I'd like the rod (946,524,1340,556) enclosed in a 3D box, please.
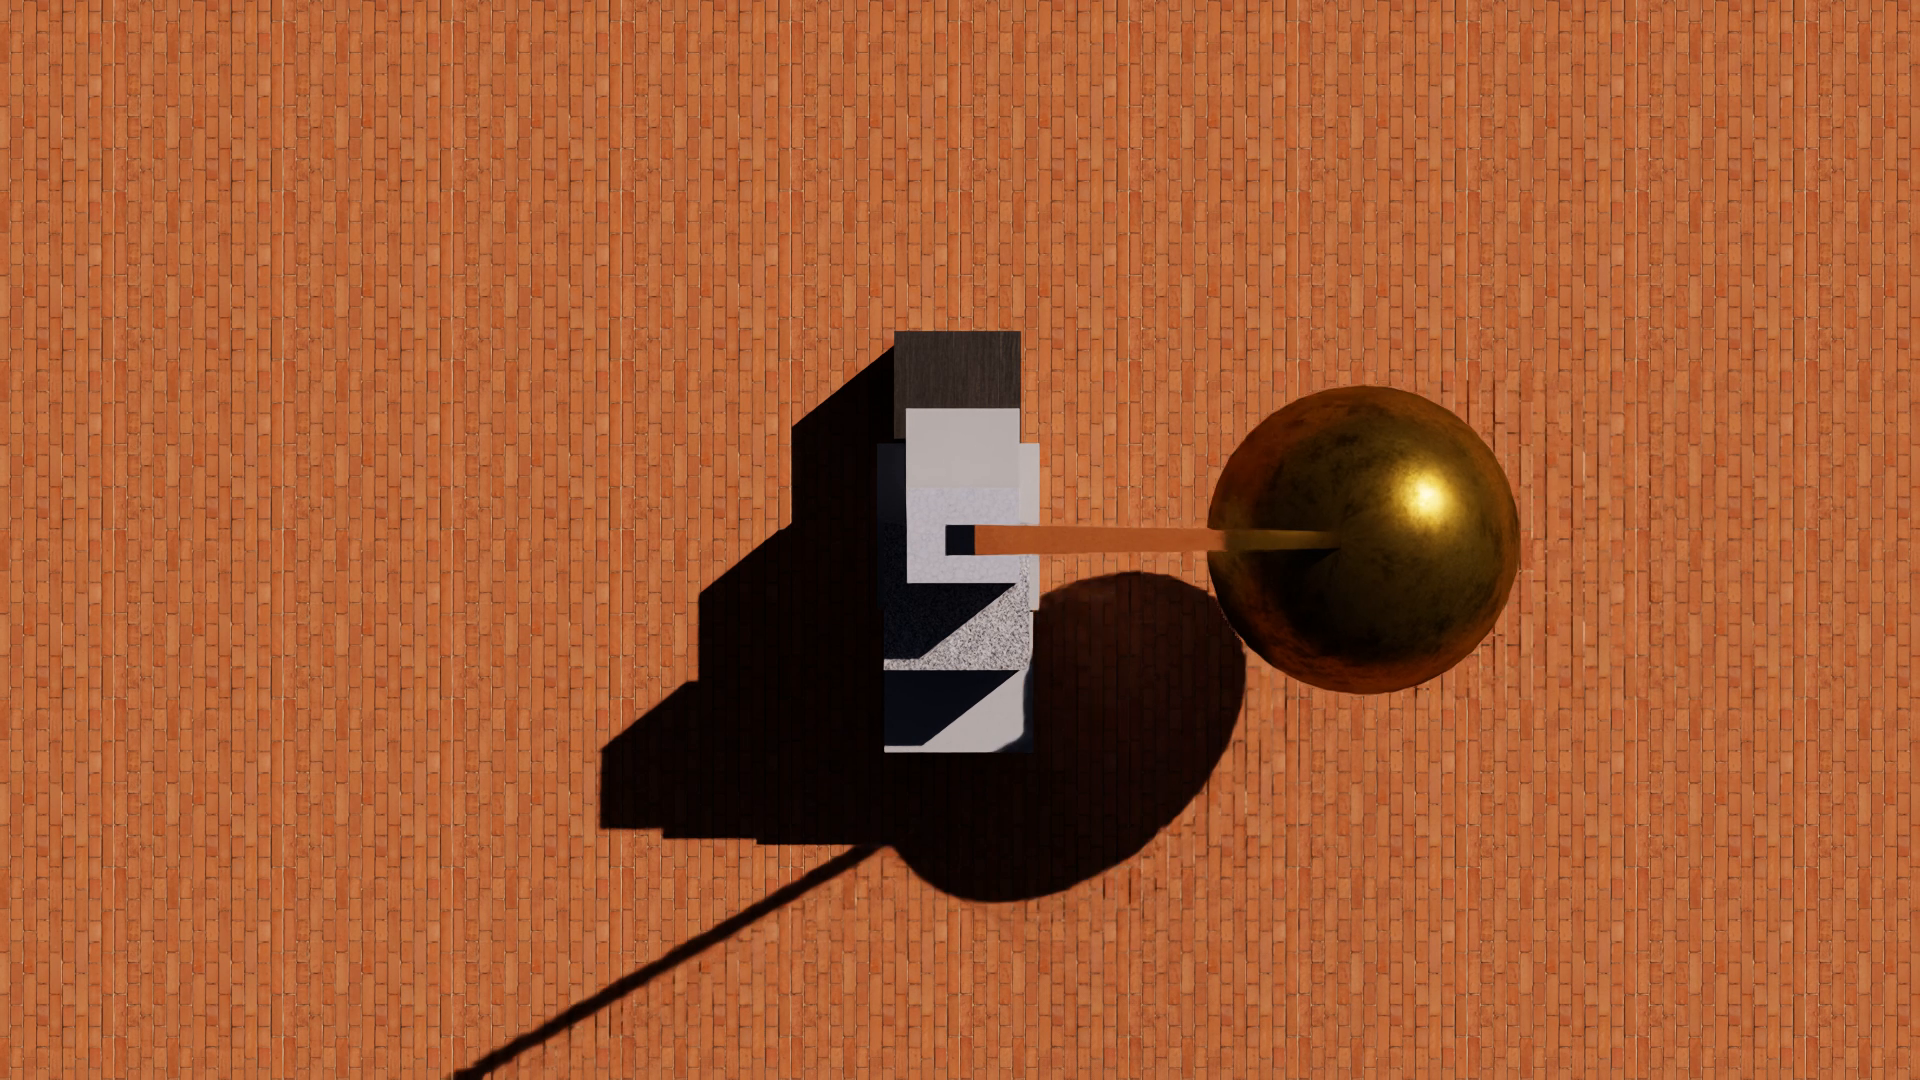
[{"bbox_3d":[0.899,0.000,8.178,0.080,5.200,0.080,0,90,20],"label":"rod"}]

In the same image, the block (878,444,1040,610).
[{"bbox_3d":[-0.010,-0.073,12.561,0.895,0.878,0.919,0,90,0],"label":"block"}]

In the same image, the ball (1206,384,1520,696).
[{"bbox_3d":[2.074,0.000,11.368,1.600,1.600,1.600,0,90,0],"label":"ball"}]

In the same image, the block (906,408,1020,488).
[{"bbox_3d":[0.015,-0.390,11.851,0.598,0.541,0.604,0,90,0],"label":"block"}]

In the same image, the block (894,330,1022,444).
[{"bbox_3d":[-0.013,-0.856,12.649,0.711,0.703,0.627,0,90,0],"label":"block"}]

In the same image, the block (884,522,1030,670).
[{"bbox_3d":[-0.017,0.301,11.797,0.760,0.635,0.769,0,89,0],"label":"block"}]

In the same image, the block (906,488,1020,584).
[{"bbox_3d":[0.016,-0.017,11.196,0.559,0.581,0.473,0,89,0],"label":"block"}]

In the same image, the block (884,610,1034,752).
[{"bbox_3d":[-0.006,0.783,12.556,0.820,0.888,0.774,0,90,0],"label":"block"}]
